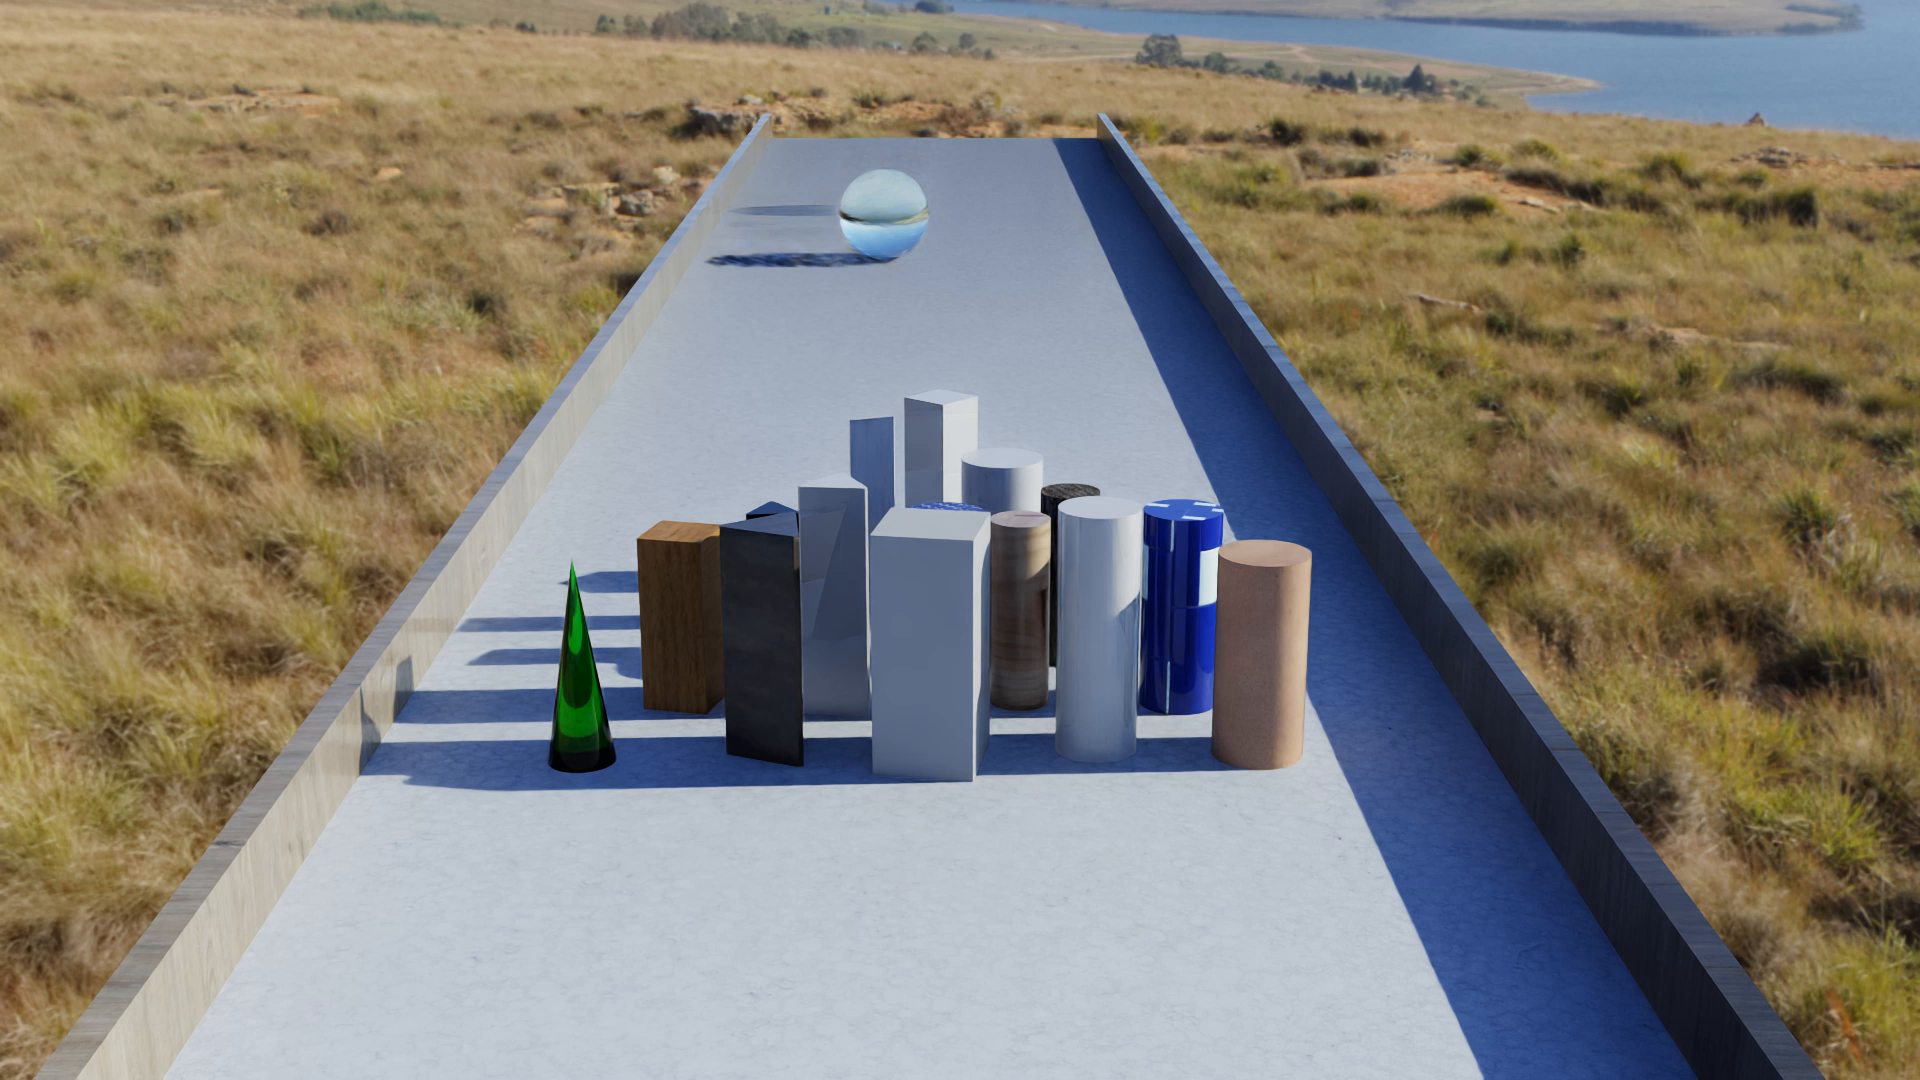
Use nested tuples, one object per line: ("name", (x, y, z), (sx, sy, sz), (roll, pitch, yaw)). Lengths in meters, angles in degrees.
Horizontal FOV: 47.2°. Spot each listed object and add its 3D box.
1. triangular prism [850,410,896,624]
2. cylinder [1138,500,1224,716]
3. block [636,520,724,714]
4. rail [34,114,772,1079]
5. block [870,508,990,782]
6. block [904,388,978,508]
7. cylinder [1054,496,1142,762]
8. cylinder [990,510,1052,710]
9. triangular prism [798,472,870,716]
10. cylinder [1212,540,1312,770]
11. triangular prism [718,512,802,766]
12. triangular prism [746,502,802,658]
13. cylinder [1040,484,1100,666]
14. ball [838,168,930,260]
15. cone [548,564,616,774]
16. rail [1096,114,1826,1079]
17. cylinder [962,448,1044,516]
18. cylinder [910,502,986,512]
("triangular prism", (-0.195, -0.048, 4.610), (0.095, 0.444, 0.082), (-6, 18, -21))
("cylinder", (0.415, 0.126, 4.139), (0.149, 0.379, 0.149), (0, 17, 0))
("block", (-0.521, 0.145, 4.150), (0.126, 0.336, 0.126), (4, 17, 13))
("rail", (-1.118, -0.838, 7.780), (0.050, 0.150, 12.000), (0, 17, -1))
("block", (-0.050, 0.181, 3.851), (0.178, 0.437, 0.178), (3, 17, 10))
("block", (-0.042, -0.116, 4.888), (0.114, 0.415, 0.114), (14, 22, 39))
("cylinder", (0.244, 0.159, 3.904), (0.147, 0.450, 0.147), (0, 17, 0))
("cylinder", (0.113, 0.133, 4.147), (0.114, 0.360, 0.114), (0, 17, 0))
("triangular prism", (-0.227, 0.100, 4.115), (0.126, 0.442, 0.109), (2, 17, 5))
("cylinder", (0.532, 0.202, 3.891), (0.163, 0.375, 0.163), (0, 17, 0))
("triangular prism", (-0.322, 0.171, 3.909), (0.153, 0.425, 0.132), (7, 18, 23))
("triangular prism", (-0.373, 0.081, 4.419), (0.105, 0.305, 0.091), (-2, 17, -7))
("cylinder", (0.218, 0.070, 4.383), (0.118, 0.347, 0.118), (0, 17, 0))
("ball", (-0.313, -1.348, 9.101), (0.375, 0.375, 0.375), (0, 17, 0))
("cone", (-0.672, 0.211, 3.857), (0.121, 0.376, 0.121), (0, 17, 0))
("rail", (0.932, -0.844, 7.801), (0.050, 0.150, 12.000), (0, 17, -1))
("cylinder", (0.088, -0.006, 4.643), (0.172, 0.345, 0.172), (0, 17, 0))
("cylinder", (-0.031, 0.095, 4.367), (0.165, 0.308, 0.165), (0, 17, 0))
